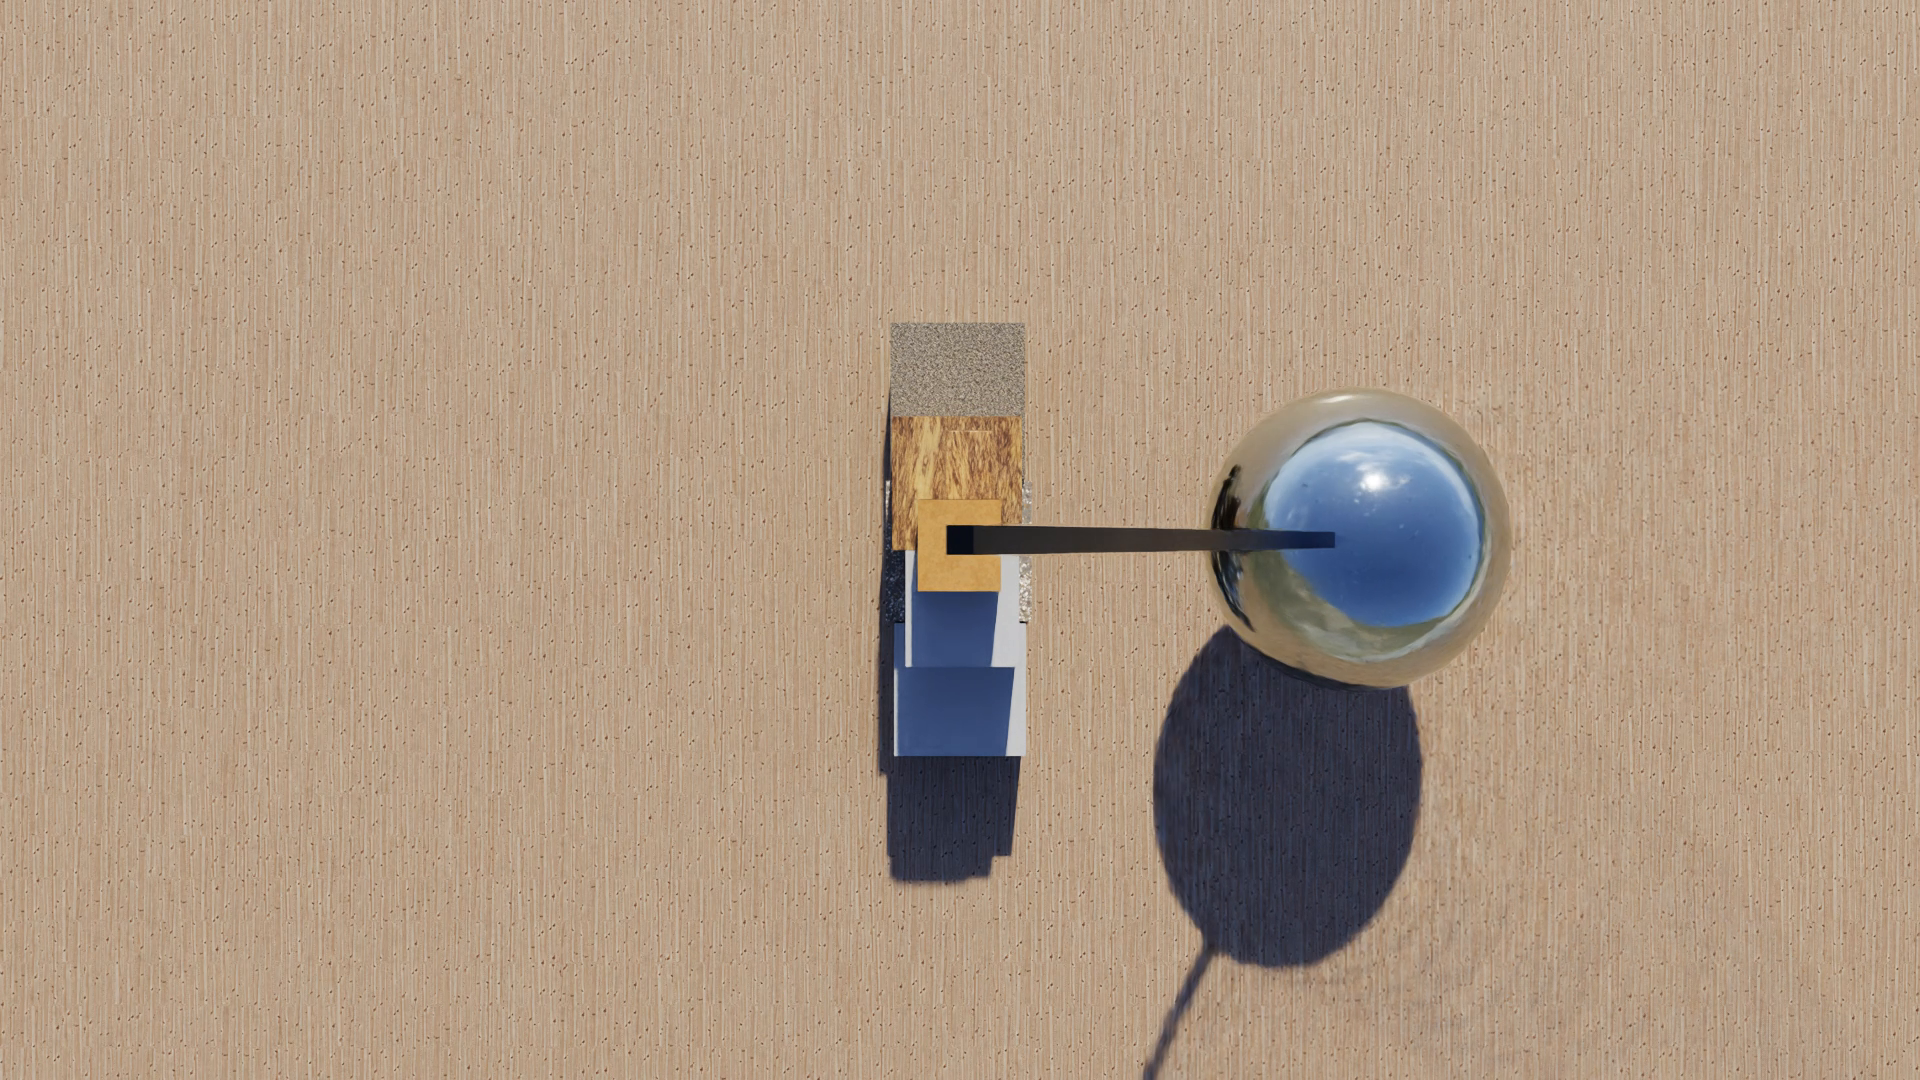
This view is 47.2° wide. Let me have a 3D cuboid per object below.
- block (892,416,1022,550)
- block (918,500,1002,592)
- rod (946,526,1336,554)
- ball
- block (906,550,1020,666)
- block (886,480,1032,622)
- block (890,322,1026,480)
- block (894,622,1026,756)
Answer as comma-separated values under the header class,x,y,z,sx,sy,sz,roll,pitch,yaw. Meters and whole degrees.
class,x,y,z,sx,sy,sz,roll,pitch,yaw
block,-0.015,-0.306,11.930,0.686,0.629,0.706,0,91,0
block,-0.003,0.022,11.396,0.423,0.455,0.466,0,91,0
rod,0.899,0.000,8.335,0.080,5.200,0.080,0,90,20
ball,2.074,0.000,11.526,1.600,1.600,1.600,0,90,0
block,0.012,0.360,11.967,0.601,0.675,0.617,0,90,0
block,-0.007,0.062,12.652,0.815,0.695,0.785,0,90,0
block,-0.012,-0.775,12.622,0.749,0.756,0.869,0,90,0
block,0.000,0.837,12.660,0.737,0.680,0.746,0,90,0
